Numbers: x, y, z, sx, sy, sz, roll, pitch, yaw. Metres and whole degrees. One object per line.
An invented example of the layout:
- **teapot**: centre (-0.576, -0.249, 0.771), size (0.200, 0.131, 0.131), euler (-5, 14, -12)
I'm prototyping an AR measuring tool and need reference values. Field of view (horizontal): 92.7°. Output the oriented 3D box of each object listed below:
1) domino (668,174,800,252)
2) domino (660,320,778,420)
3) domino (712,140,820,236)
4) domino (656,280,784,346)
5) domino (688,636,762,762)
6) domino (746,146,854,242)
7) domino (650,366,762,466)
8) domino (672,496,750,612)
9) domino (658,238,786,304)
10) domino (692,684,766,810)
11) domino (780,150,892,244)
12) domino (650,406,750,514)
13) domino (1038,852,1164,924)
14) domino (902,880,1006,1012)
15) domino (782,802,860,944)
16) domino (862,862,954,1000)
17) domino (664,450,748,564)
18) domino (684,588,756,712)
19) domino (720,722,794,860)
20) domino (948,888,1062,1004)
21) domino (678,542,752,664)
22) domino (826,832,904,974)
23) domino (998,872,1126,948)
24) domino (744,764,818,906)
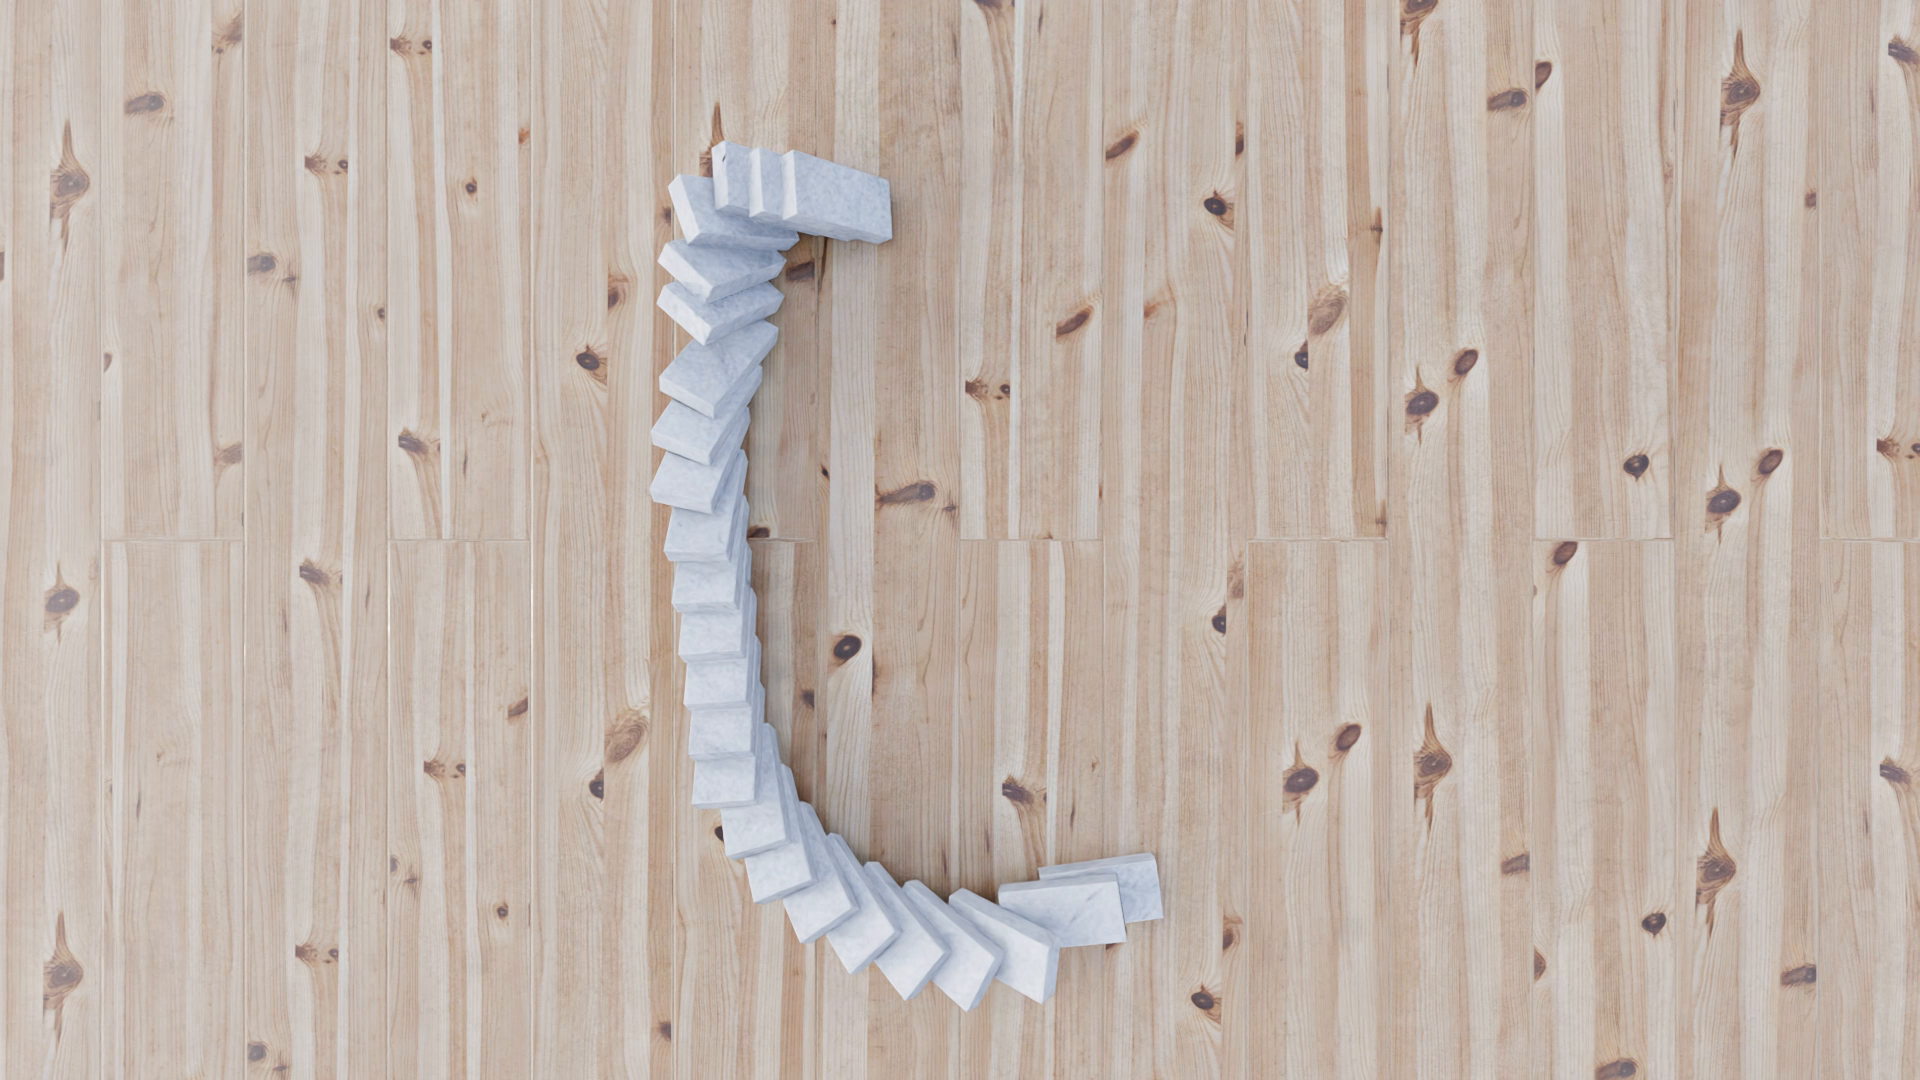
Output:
- **domino**: centre (-0.092, -0.134, 0.378), size (0.010, 0.050, 0.025), euler (-23, 85, 42)
- **domino**: centre (-0.100, -0.076, 0.383), size (0.025, 0.010, 0.050), euler (29, 59, 0)
- **domino**: centre (-0.077, -0.144, 0.379), size (0.009, 0.050, 0.025), euler (-3, 90, 44)
- **domino**: centre (-0.097, -0.099, 0.377), size (0.025, 0.050, 0.010), euler (42, 128, 0)
- **domino**: centre (-0.098, 0.066, 0.383), size (0.025, 0.009, 0.050), euler (-4, 60, 0)
- **domino**: centre (-0.064, -0.142, 0.379), size (0.010, 0.050, 0.025), euler (-3, 90, 44)
- **domino**: centre (-0.105, -0.057, 0.383), size (0.025, 0.010, 0.050), euler (22, 59, 0)
- **domino**: centre (-0.104, 0.005, 0.384), size (0.025, 0.010, 0.050), euler (-2, 61, 0)
- **domino**: centre (-0.097, -0.115, 0.377), size (0.025, 0.050, 0.010), euler (43, 128, 0)
- **domino**: centre (-0.096, 0.085, 0.383), size (0.025, 0.009, 0.050), euler (-5, 60, 1)
- **domino**: centre (-0.050, -0.141, 0.379), size (0.010, 0.050, 0.025), euler (-3, 90, 44)
- **domino**: centre (-0.108, -0.036, 0.383), size (0.025, 0.009, 0.050), euler (12, 59, 0)
- **domino**: centre (0.060, 0.152, 0.395), size (0.050, 0.009, 0.025), euler (-8, 90, 0)
- **domino**: centre (-0.008, 0.168, 0.382), size (0.050, 0.009, 0.025), euler (29, 94, 32)
- **domino**: centre (-0.064, 0.138, 0.383), size (0.025, 0.009, 0.050), euler (-34, 59, 0)
- **domino**: centre (-0.029, 0.162, 0.383), size (0.050, 0.010, 0.025), euler (40, 93, 31)
- **domino**: centre (-0.106, -0.015, 0.384), size (0.025, 0.010, 0.050), euler (2, 61, 0)
- **domino**: centre (-0.100, 0.045, 0.384), size (0.025, 0.010, 0.050), euler (-4, 61, 0)
- **domino**: centre (-0.087, 0.105, 0.383), size (0.025, 0.010, 0.050), euler (-17, 59, 0)
- **domino**: centre (0.017, 0.167, 0.379), size (0.050, 0.009, 0.025), euler (12, 103, 36)
- **domino**: centre (-0.102, 0.026, 0.384), size (0.025, 0.009, 0.050), euler (-4, 61, 0)
- **domino**: centre (-0.048, 0.151, 0.383), size (0.025, 0.010, 0.050), euler (-43, 59, 0)
- **domino**: centre (0.043, 0.156, 0.385), size (0.050, 0.009, 0.025), euler (-9, 90, 9)
- **domino**: centre (-0.078, 0.122, 0.383), size (0.025, 0.010, 0.050), euler (-22, 59, 0)
